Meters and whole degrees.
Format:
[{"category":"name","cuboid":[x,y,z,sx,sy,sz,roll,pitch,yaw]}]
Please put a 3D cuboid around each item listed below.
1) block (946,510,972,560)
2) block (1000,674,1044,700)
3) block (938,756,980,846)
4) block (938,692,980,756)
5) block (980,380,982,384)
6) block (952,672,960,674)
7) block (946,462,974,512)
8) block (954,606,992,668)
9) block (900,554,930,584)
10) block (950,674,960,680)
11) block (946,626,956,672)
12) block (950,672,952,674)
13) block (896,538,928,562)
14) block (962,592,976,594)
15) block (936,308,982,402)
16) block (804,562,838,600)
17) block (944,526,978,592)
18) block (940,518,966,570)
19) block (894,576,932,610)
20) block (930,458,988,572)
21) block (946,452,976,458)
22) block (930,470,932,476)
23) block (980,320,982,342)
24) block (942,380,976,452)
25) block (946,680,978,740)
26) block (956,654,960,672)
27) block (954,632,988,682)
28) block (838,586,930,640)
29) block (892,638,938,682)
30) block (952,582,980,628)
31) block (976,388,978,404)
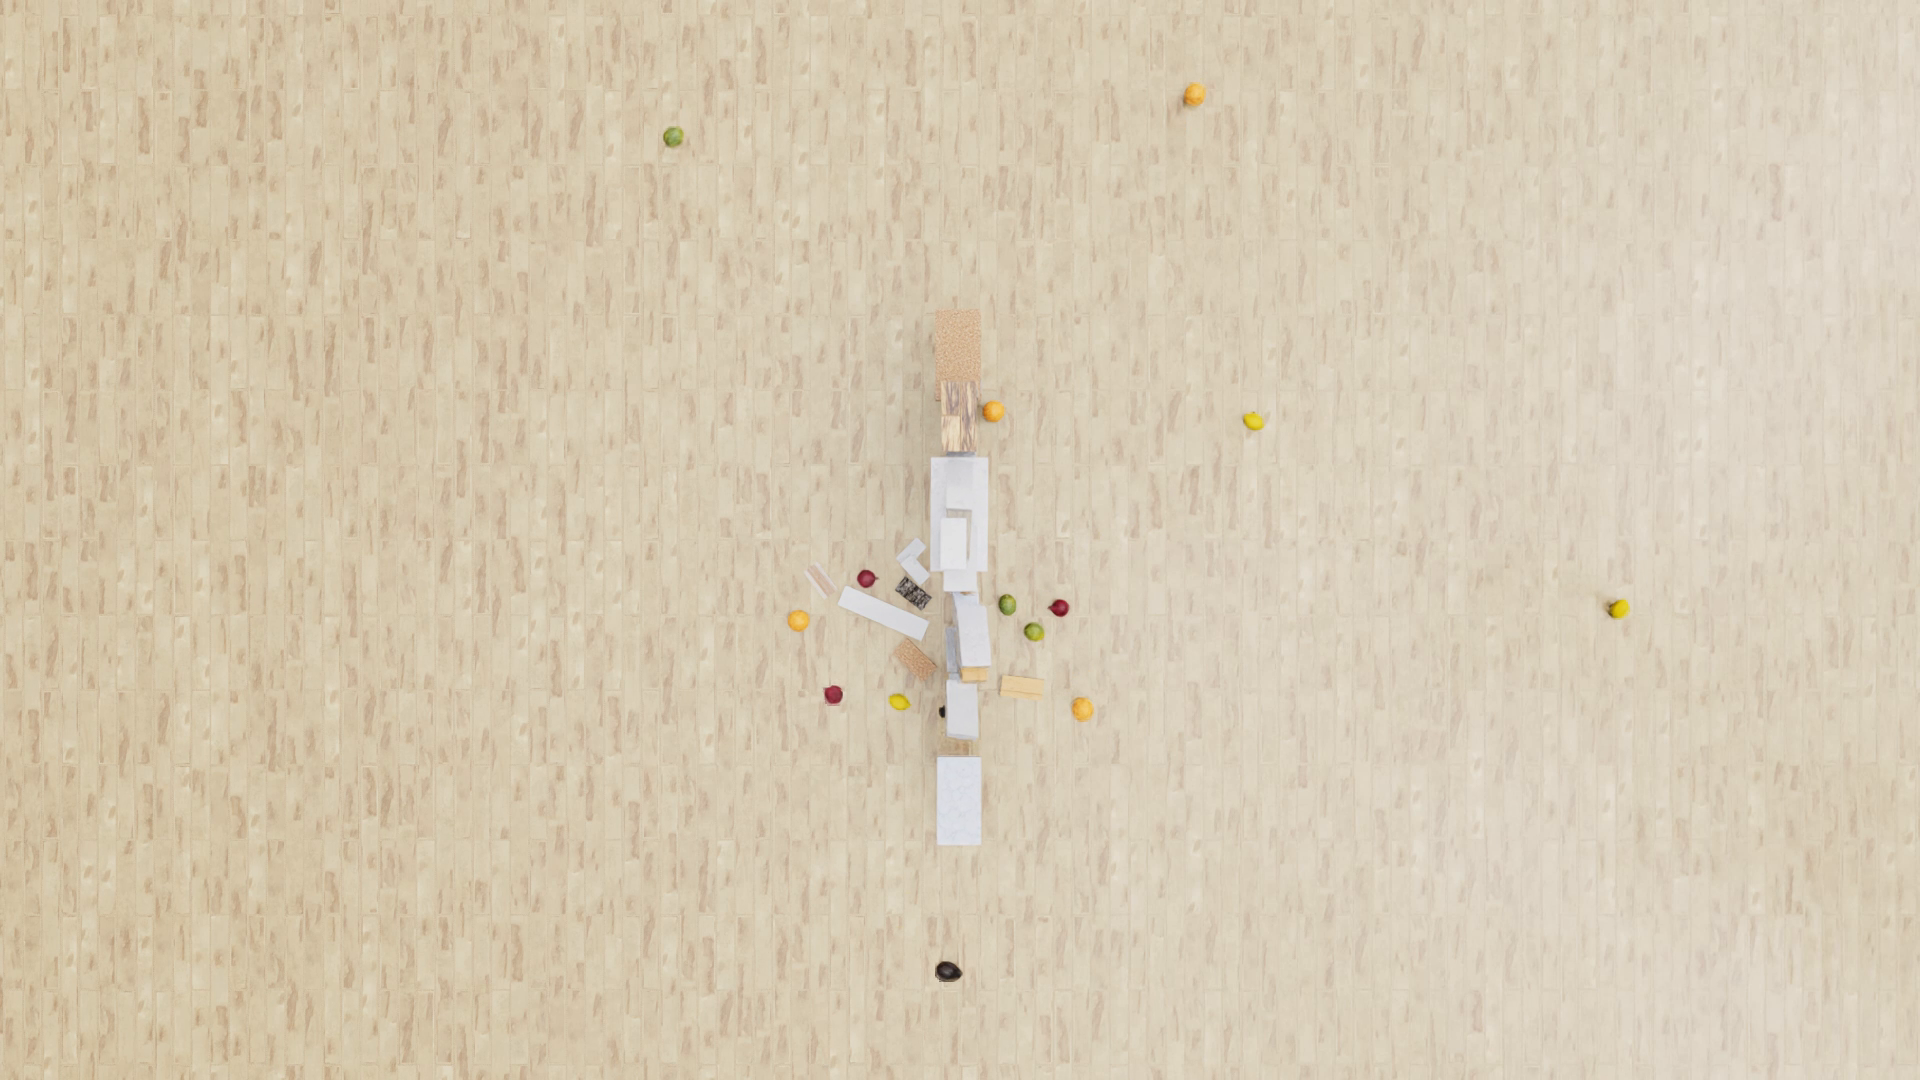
[{"category":"block","cuboid":[-0.006,-0.018,5.056,0.078,0.022,0.156,3,90,0]},{"category":"block","cuboid":[0.207,0.492,5.490,0.140,0.020,0.070,7,90,0]},{"category":"block","cuboid":[-0.002,0.848,5.363,0.141,0.040,0.282,0,77,0]},{"category":"block","cuboid":[-0.003,0.646,5.449,0.141,0.040,0.282,0,77,0]},{"category":"block","cuboid":[-0.002,-0.485,5.357,0.143,0.286,0.041,0,90,0]},{"category":"block","cuboid":[0.004,0.398,5.465,0.069,0.020,0.139,-2,69,-1]},{"category":"block","cuboid":[-0.001,-0.165,5.059,0.078,0.022,0.156,2,69,0]},{"category":"block","cuboid":[0.042,0.318,5.399,0.101,0.029,0.202,1,71,-19]},{"category":"block","cuboid":[-0.149,0.098,5.483,0.049,0.014,0.099,-42,101,-1]},{"category":"block","cuboid":[-0.002,0.510,5.417,0.069,0.020,0.139,2,86,0]},{"category":"block","cuboid":[-0.017,0.362,5.458,0.058,0.016,0.152,1,70,-4]},{"category":"block","cuboid":[-0.001,0.492,5.455,0.069,0.020,0.139,3,72,1]},{"category":"block","cuboid":[-0.162,0.042,5.493,0.049,0.014,0.099,44,90,0]},{"category":"block","cuboid":[0.023,0.130,5.449,0.050,0.014,0.099,-1,77,-39]},{"category":"block","cuboid":[-0.006,-0.582,5.194,0.143,0.041,0.286,0,90,0]},{"category":"block","cuboid":[-0.463,0.135,5.492,0.058,0.016,0.115,-37,90,0]},{"category":"block","cuboid":[0.001,0.056,5.081,0.101,0.029,0.203,1,90,0]},{"category":"block","cuboid":[-0.020,0.011,5.033,0.078,0.022,0.156,1,90,0]},{"category":"block","cuboid":[-0.155,0.178,5.492,0.115,0.016,0.058,38,90,0]},{"category":"block","cuboid":[-0.002,-0.079,5.121,0.176,0.050,0.352,0,90,0]},{"category":"block","cuboid":[0.004,-0.336,5.295,0.096,0.027,0.192,0,90,0]},{"category":"block","cuboid":[-0.003,-0.186,5.323,0.176,0.352,0.050,0,87,0]},{"category":"block","cuboid":[-0.002,-0.675,5.357,0.143,0.286,0.041,0,90,0]},{"category":"block","cuboid":[-0.003,-0.370,4.948,0.105,0.030,0.211,0,90,0]},{"category":"block","cuboid":[0.005,0.549,5.329,0.101,0.029,0.203,8,51,-12]},{"category":"block","cuboid":[0.033,0.353,5.448,0.086,0.024,0.171,7,69,-15]},{"category":"block","cuboid":[0.036,0.381,5.407,0.085,0.024,0.171,0,69,-20]},{"category":"block","cuboid":[-0.254,0.243,5.490,0.304,0.020,0.070,24,90,0]},{"category":"block","cuboid":[-0.150,0.401,5.490,0.140,0.020,0.070,44,90,0]},{"category":"block","cuboid":[0.020,0.214,5.458,0.085,0.024,0.171,-2,77,-19]},{"category":"block","cuboid":[0.003,-0.440,5.068,0.105,0.211,0.030,-4,90,0]}]
